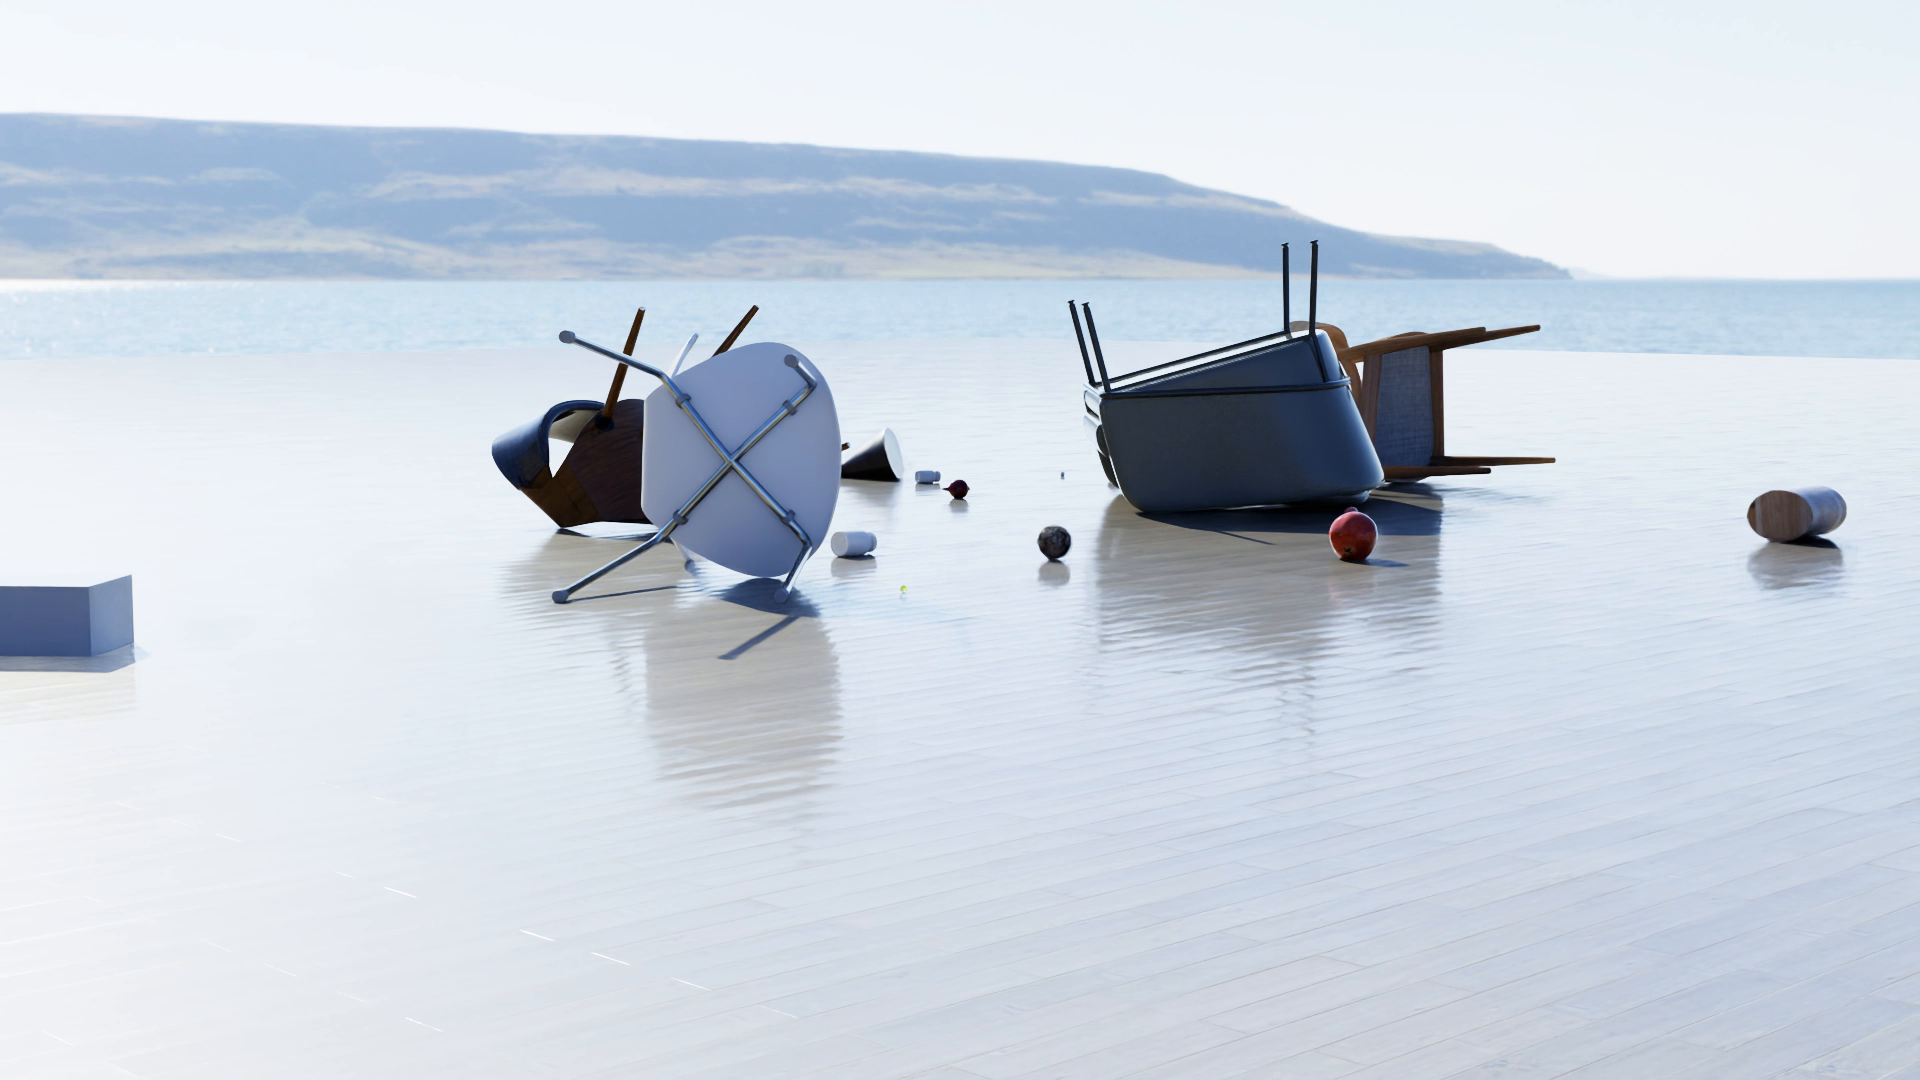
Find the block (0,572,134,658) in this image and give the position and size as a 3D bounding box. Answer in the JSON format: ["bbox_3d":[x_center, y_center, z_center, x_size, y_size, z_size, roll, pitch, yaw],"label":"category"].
[{"bbox_3d":[-1.639,0.131,4.538,0.286,0.123,0.187,0,6,4],"label":"block"}]

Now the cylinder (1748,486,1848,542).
[{"bbox_3d":[2.103,-0.068,6.442,0.168,0.129,0.211,0,5,42],"label":"cylinder"}]

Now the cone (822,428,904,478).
[{"bbox_3d":[-0.335,-0.245,8.388,0.258,0.165,0.223,-18,23,12],"label":"cone"}]

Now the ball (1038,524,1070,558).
[{"bbox_3d":[0.219,0.004,5.986,0.079,0.079,0.079,0,6,0],"label":"ball"}]
